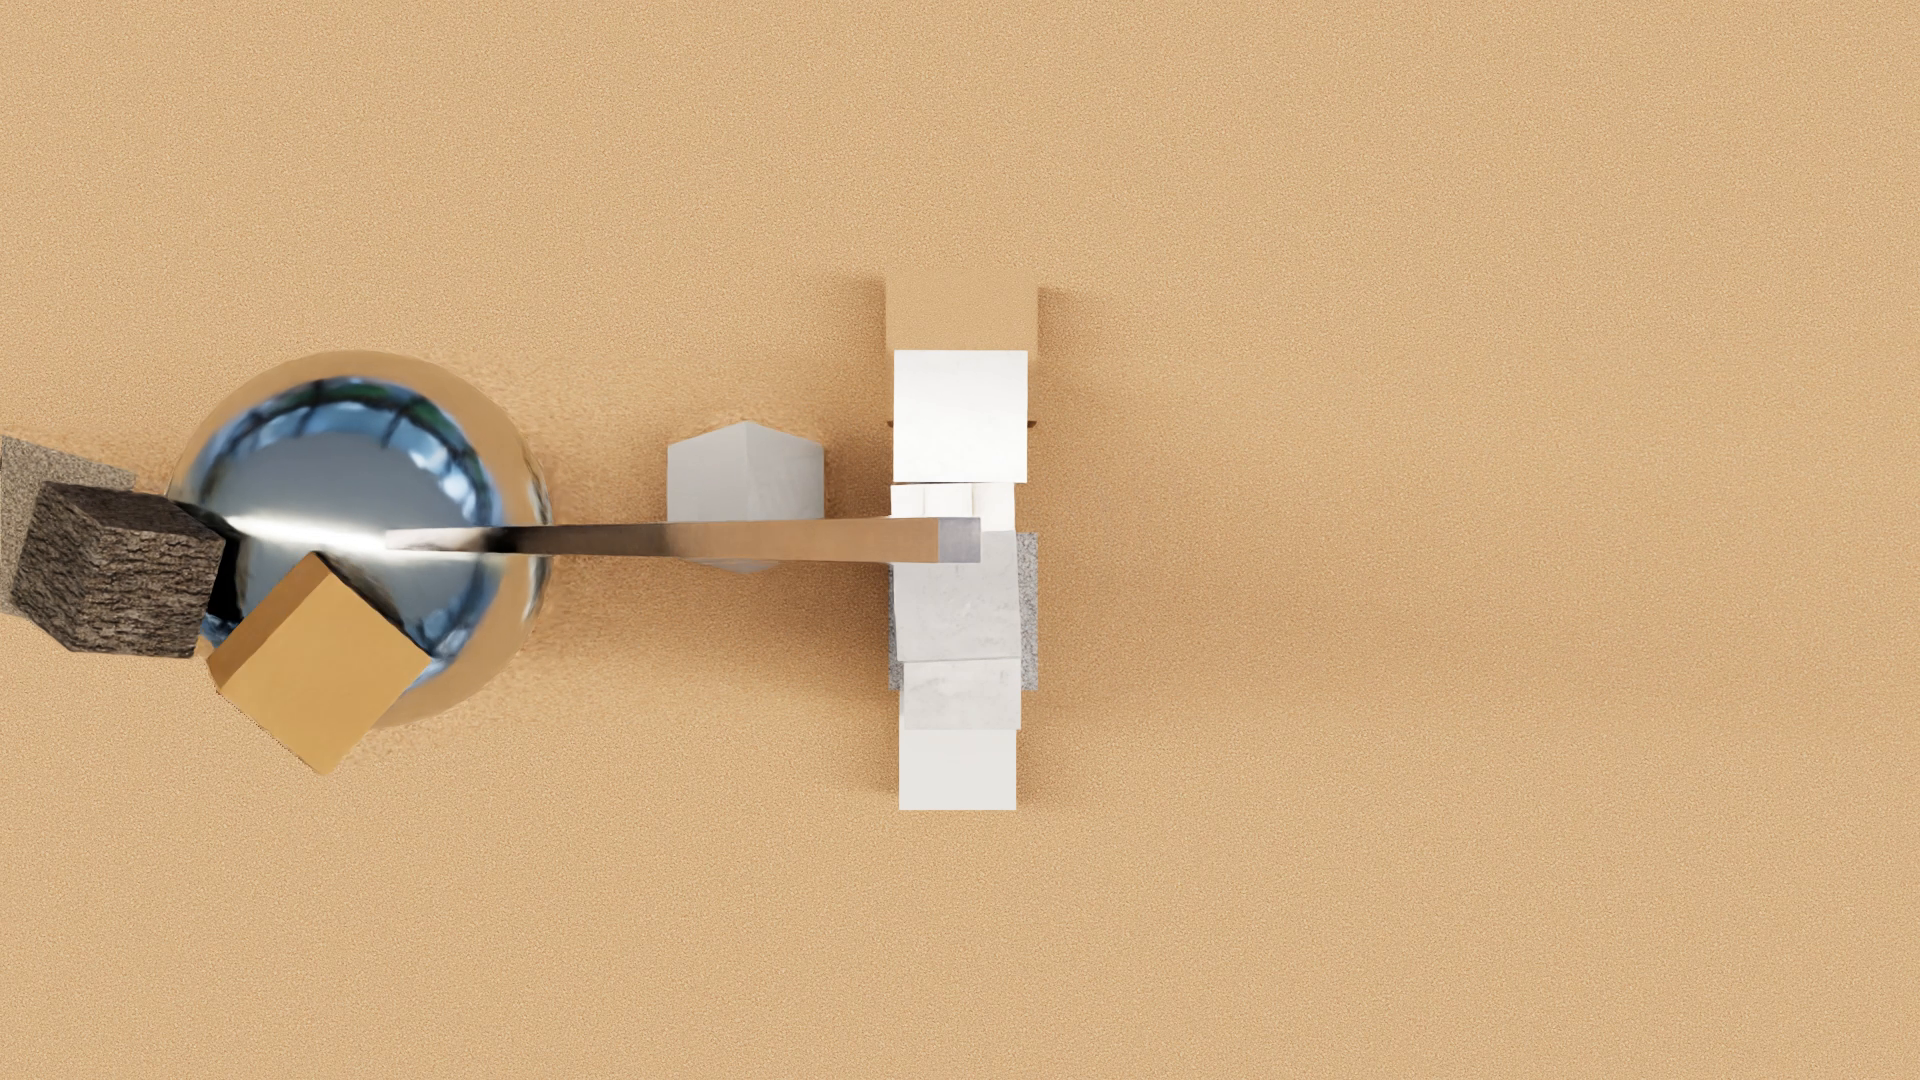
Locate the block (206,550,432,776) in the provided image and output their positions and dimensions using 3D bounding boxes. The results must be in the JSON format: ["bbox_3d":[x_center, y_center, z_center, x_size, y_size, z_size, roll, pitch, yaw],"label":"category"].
[{"bbox_3d":[-2.390,0.448,8.189,0.567,0.543,0.498,-48,113,-10],"label":"block"}]

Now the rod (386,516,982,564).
[{"bbox_3d":[-1.089,0.000,6.144,0.080,5.200,0.080,0,90,-25],"label":"rod"}]

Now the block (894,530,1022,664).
[{"bbox_3d":[-0.015,0.297,11.177,0.613,0.568,0.624,-2,85,0],"label":"block"}]

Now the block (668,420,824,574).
[{"bbox_3d":[-1.216,-0.231,12.491,0.632,0.622,0.646,-14,71,38],"label":"block"}]

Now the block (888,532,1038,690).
[{"bbox_3d":[0.018,0.396,12.579,0.823,0.841,0.871,0,90,0],"label":"block"}]

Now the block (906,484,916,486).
[{"bbox_3d":[-0.001,-0.351,12.706,0.613,0.588,0.605,0,90,0],"label":"block"}]

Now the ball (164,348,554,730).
[{"bbox_3d":[-2.512,0.000,9.232,1.600,1.600,1.600,0,90,0],"label":"ball"}]

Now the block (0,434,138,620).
[{"bbox_3d":[-4.124,-0.038,9.684,0.759,0.811,0.724,17,83,-21],"label":"block"}]

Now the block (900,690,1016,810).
[{"bbox_3d":[-0.013,1.176,12.653,0.653,0.695,0.668,0,90,0],"label":"block"}]

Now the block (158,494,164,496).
[{"bbox_3d":[-4.624,0.048,12.601,0.738,0.711,0.601,-4,94,4],"label":"block"}]

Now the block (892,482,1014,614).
[{"bbox_3d":[-0.031,0.044,11.823,0.638,0.672,0.674,-2,90,0],"label":"block"}]

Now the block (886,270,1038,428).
[{"bbox_3d":[0.010,-1.087,12.630,0.847,0.740,0.847,0,90,0],"label":"block"}]

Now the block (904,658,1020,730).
[{"bbox_3d":[0.012,0.688,11.807,0.608,0.703,0.599,0,90,0],"label":"block"}]

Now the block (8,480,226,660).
[{"bbox_3d":[-3.238,0.117,8.447,0.526,0.501,0.492,26,101,39],"label":"block"}]

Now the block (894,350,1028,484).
[{"bbox_3d":[0.003,-0.653,11.879,0.695,0.762,0.687,0,91,0],"label":"block"}]
